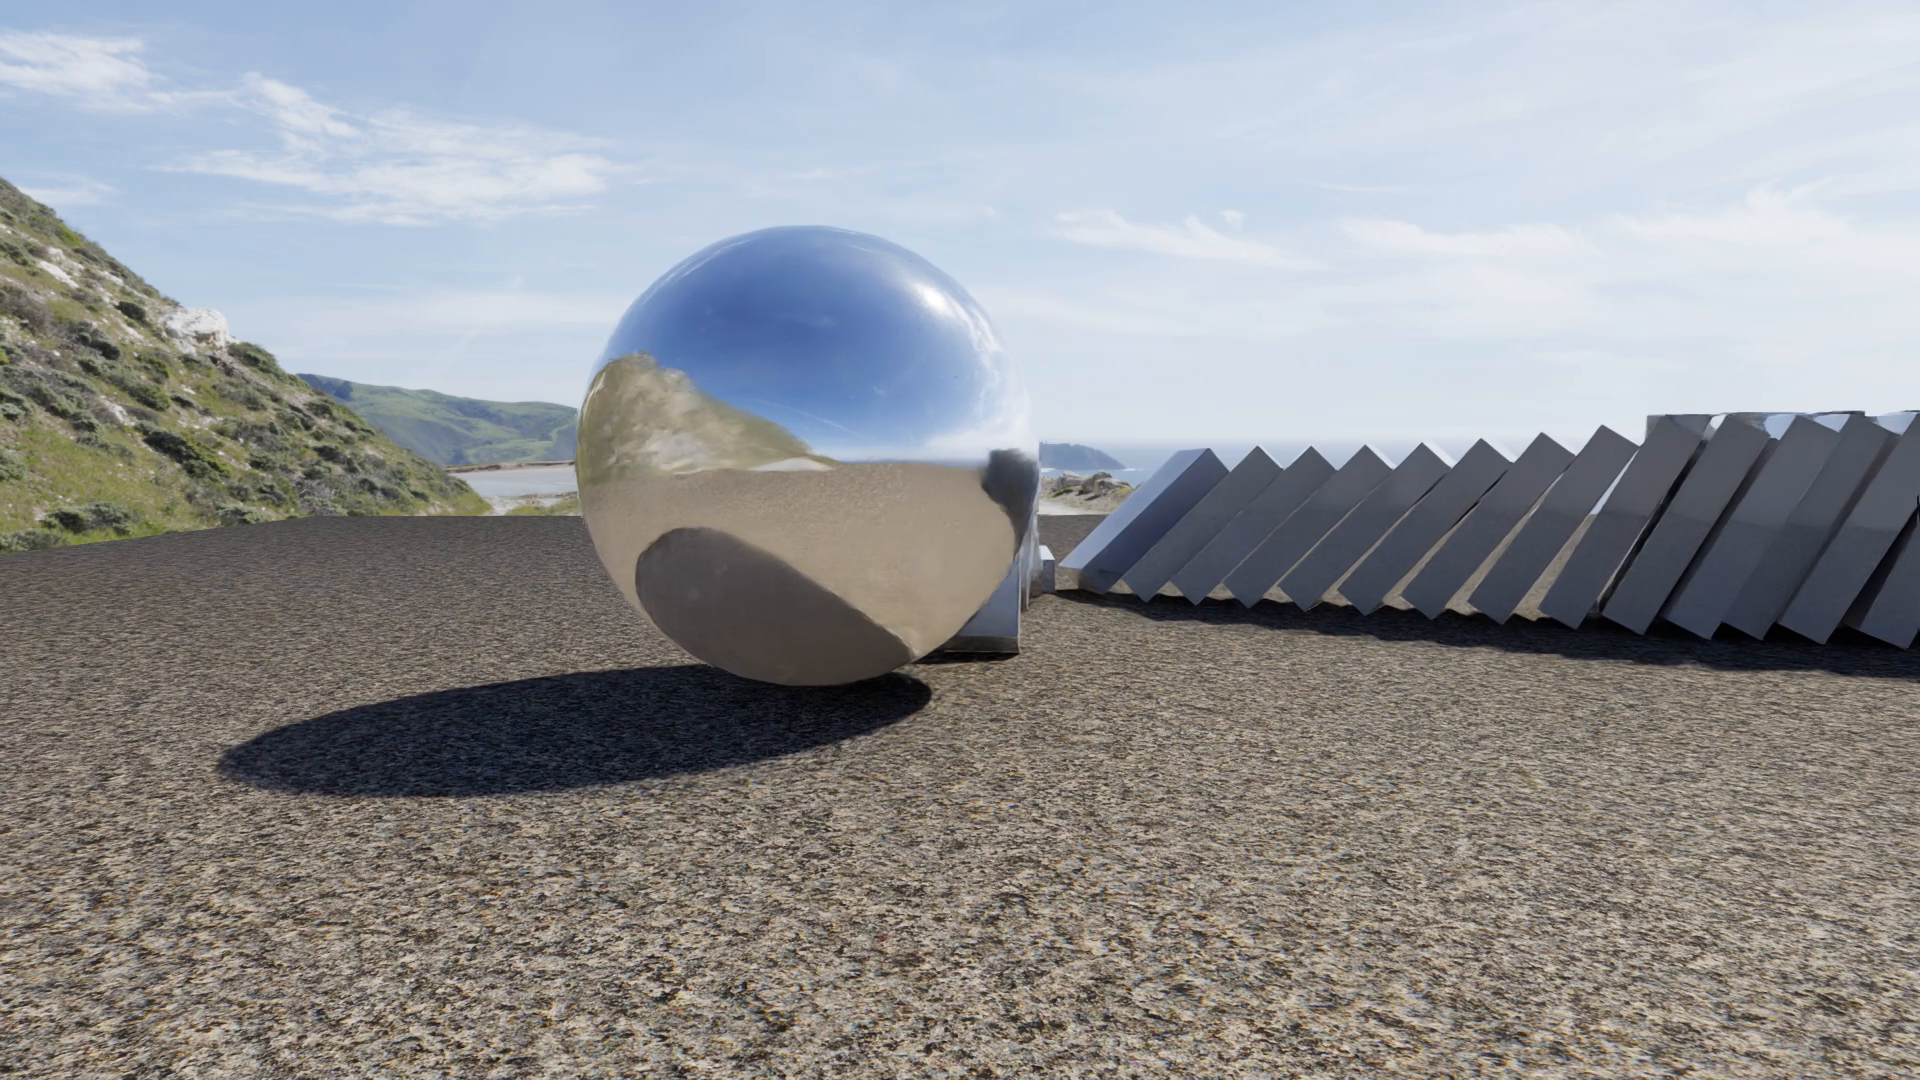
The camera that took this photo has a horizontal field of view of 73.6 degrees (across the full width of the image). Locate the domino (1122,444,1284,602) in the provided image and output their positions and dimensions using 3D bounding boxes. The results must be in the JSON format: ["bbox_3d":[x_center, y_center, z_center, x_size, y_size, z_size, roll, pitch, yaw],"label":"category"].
[{"bbox_3d":[0.066,-0.005,0.349,0.010,0.050,0.025,46,13,7],"label":"domino"}]

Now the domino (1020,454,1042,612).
[{"bbox_3d":[0.007,-0.003,0.342,0.025,0.010,0.050,3,45,7],"label":"domino"}]

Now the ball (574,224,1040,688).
[{"bbox_3d":[-0.026,-0.014,0.225,0.080,0.080,0.080,0,4,0],"label":"ball"}]

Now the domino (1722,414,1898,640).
[{"bbox_3d":[0.185,-0.003,0.285,0.009,0.050,0.025,30,13,16],"label":"domino"}]

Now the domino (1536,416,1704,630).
[{"bbox_3d":[0.153,-0.004,0.298,0.010,0.050,0.025,33,18,23],"label":"domino"}]

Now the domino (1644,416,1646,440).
[{"bbox_3d":[0.198,-0.008,0.345,0.025,0.050,0.009,2,5,24],"label":"domino"}]

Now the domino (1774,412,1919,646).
[{"bbox_3d":[0.193,-0.003,0.278,0.010,0.050,0.025,30,13,16],"label":"domino"}]

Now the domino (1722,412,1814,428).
[{"bbox_3d":[0.198,-0.006,0.316,0.025,0.050,0.010,-3,5,-33],"label":"domino"}]

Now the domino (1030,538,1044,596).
[{"bbox_3d":[0.007,-0.005,0.358,0.025,0.010,0.050,-5,45,-4],"label":"domino"}]

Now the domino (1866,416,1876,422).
[{"bbox_3d":[0.259,-0.010,0.369,0.010,0.050,0.025,2,5,24],"label":"domino"}]

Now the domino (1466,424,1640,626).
[{"bbox_3d":[0.142,-0.004,0.306,0.010,0.050,0.025,38,20,21],"label":"domino"}]

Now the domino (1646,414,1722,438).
[{"bbox_3d":[0.192,-0.007,0.332,0.025,0.050,0.009,1,4,8],"label":"domino"}]

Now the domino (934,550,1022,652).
[{"bbox_3d":[0.000,-0.002,0.269,0.025,0.050,0.010,0,-23,6],"label":"domino"}]

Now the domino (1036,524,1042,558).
[{"bbox_3d":[0.009,-0.006,0.372,0.025,0.009,0.050,-2,45,-1],"label":"domino"}]

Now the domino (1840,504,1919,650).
[{"bbox_3d":[0.205,-0.003,0.273,0.010,0.050,0.025,25,12,16],"label":"domino"}]

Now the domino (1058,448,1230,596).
[{"bbox_3d":[0.052,-0.006,0.367,0.050,0.009,0.025,-43,9,-6],"label":"domino"}]

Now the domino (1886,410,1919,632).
[{"bbox_3d":[0.223,-0.005,0.300,0.010,0.050,0.025,2,5,28],"label":"domino"}]

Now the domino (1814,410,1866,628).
[{"bbox_3d":[0.209,-0.006,0.307,0.009,0.050,0.025,3,5,32],"label":"domino"}]

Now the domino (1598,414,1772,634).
[{"bbox_3d":[0.163,-0.004,0.292,0.009,0.050,0.025,31,16,20],"label":"domino"}]

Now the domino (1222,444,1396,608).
[{"bbox_3d":[0.092,-0.004,0.336,0.009,0.050,0.025,47,18,12],"label":"domino"}]

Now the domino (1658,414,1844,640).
[{"bbox_3d":[0.173,-0.003,0.285,0.009,0.050,0.025,30,13,16],"label":"domino"}]

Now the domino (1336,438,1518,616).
[{"bbox_3d":[0.117,-0.004,0.321,0.010,0.050,0.025,46,23,18],"label":"domino"}]

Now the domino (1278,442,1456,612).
[{"bbox_3d":[0.105,-0.004,0.328,0.009,0.050,0.025,47,22,16],"label":"domino"}]

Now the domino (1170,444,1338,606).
[{"bbox_3d":[0.079,-0.004,0.343,0.009,0.050,0.025,46,13,7],"label":"domino"}]

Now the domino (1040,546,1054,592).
[{"bbox_3d":[0.015,0.008,0.393,0.025,0.009,0.050,0,4,1],"label":"domino"}]

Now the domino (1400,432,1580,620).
[{"bbox_3d":[0.130,-0.004,0.313,0.009,0.050,0.025,42,22,19],"label":"domino"}]
